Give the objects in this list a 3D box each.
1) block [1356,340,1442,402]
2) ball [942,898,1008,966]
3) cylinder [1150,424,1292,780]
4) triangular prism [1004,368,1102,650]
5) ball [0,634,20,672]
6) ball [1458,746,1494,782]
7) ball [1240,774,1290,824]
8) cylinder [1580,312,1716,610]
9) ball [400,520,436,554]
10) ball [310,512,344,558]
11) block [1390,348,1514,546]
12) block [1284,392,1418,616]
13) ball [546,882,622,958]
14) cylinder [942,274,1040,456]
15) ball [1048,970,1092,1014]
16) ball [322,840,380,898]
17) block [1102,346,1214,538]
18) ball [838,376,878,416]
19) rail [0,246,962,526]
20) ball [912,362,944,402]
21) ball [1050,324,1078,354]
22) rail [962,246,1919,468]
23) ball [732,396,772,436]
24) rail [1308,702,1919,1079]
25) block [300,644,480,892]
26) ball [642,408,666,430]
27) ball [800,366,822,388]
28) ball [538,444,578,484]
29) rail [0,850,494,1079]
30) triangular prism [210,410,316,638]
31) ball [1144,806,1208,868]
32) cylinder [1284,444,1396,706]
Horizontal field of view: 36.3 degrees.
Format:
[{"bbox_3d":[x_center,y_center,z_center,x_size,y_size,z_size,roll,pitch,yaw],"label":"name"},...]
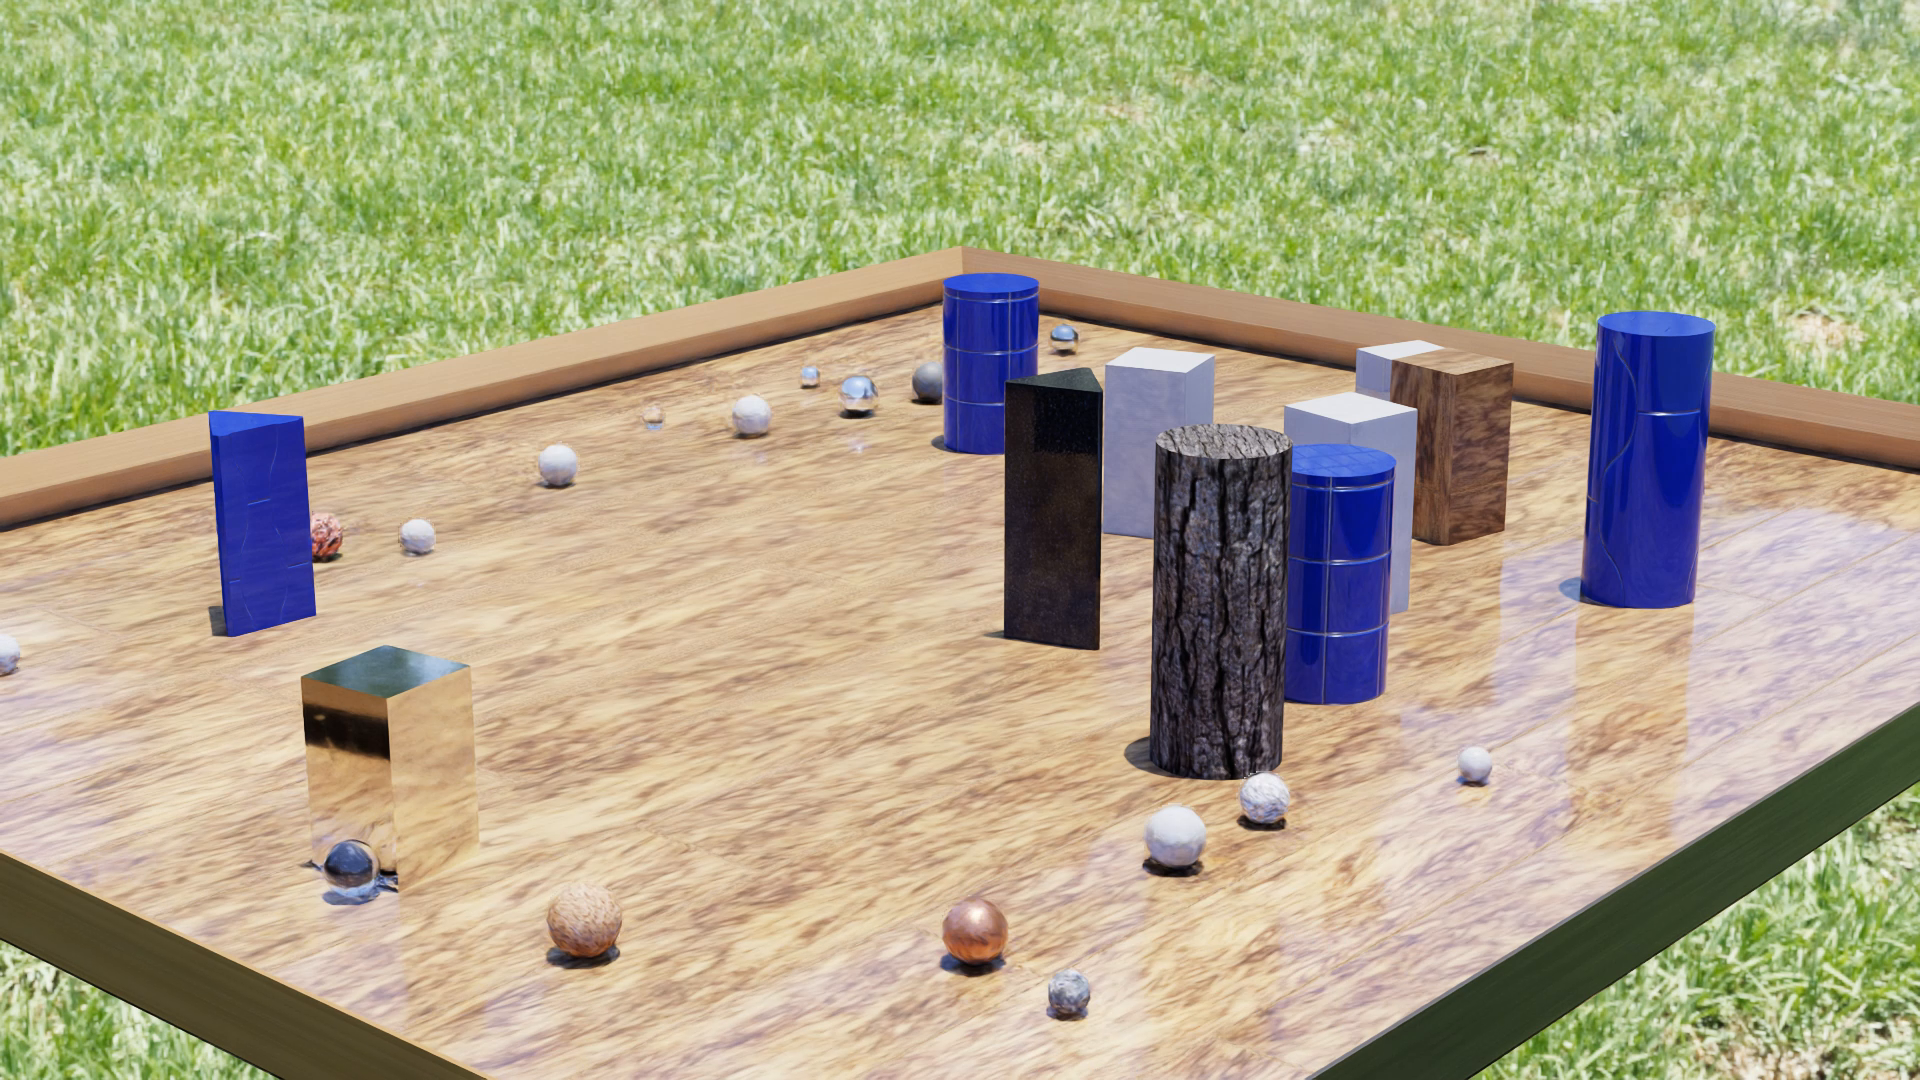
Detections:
[{"bbox_3d":[0.902,-0.256,5.872,0.158,0.248,0.158,-9,19,-28],"label":"block"},{"bbox_3d":[0.019,0.491,3.677,0.084,0.084,0.084,0,17,0],"label":"ball"},{"bbox_3d":[0.382,0.090,4.310,0.198,0.487,0.198,0,17,0],"label":"cylinder"},{"bbox_3d":[0.181,-0.058,4.883,0.171,0.440,0.148,8,18,24],"label":"triangular prism"},{"bbox_3d":[-1.550,0.183,4.736,0.063,0.063,0.063,0,17,0],"label":"ball"},{"bbox_3d":[0.752,0.327,4.278,0.051,0.051,0.051,0,17,0],"label":"ball"},{"bbox_3d":[0.428,0.364,4.121,0.072,0.072,0.072,0,17,0],"label":"ball"},{"bbox_3d":[1.190,-0.139,5.081,0.198,0.482,0.198,0,17,0],"label":"cylinder"},{"bbox_3d":[-0.993,-0.007,5.367,0.063,0.063,0.063,0,17,0],"label":"ball"},{"bbox_3d":[-1.165,-0.008,5.337,0.083,0.083,0.083,0,17,0],"label":"ball"},{"bbox_3d":[0.912,-0.176,5.475,0.158,0.325,0.158,-13,21,-37],"label":"block"},{"bbox_3d":[0.661,-0.054,5.012,0.158,0.357,0.158,-13,21,-36],"label":"block"},{"bbox_3d":[-0.474,0.480,3.698,0.094,0.094,0.094,0,17,0],"label":"ball"},{"bbox_3d":[0.064,-0.366,6.077,0.198,0.341,0.198,0,17,0],"label":"cylinder"},{"bbox_3d":[0.132,0.547,3.546,0.053,0.053,0.053,0,17,0],"label":"ball"},{"bbox_3d":[-0.805,0.435,3.879,0.076,0.076,0.076,0,17,0],"label":"ball"},{"bbox_3d":[0.372,-0.181,5.493,0.158,0.323,0.158,7,18,23],"label":"block"},{"bbox_3d":[-0.220,-0.313,6.341,0.087,0.087,0.087,0,17,0],"label":"ball"},{"bbox_3d":[-1.223,-0.274,6.137,0.045,0.129,3.795,14,22,39],"label":"rail"},{"bbox_3d":[-0.062,-0.349,6.459,0.088,0.088,0.088,0,17,0],"label":"ball"},{"bbox_3d":[0.245,-0.473,6.904,0.069,0.069,0.069,0,17,0],"label":"ball"},{"bbox_3d":[1.228,-0.376,6.475,3.288,0.129,0.045,14,22,39],"label":"rail"},{"bbox_3d":[-0.438,-0.262,6.175,0.085,0.085,0.085,0,17,0],"label":"ball"},{"bbox_3d":[1.223,0.339,4.103,0.045,0.129,3.795,14,22,39],"label":"rail"},{"bbox_3d":[-0.768,0.306,3.962,0.158,0.274,0.158,11,20,32],"label":"block"},{"bbox_3d":[-0.650,-0.258,6.228,0.047,0.047,0.047,0,17,0],"label":"ball"},{"bbox_3d":[-0.336,-0.367,6.586,0.049,0.049,0.049,0,17,0],"label":"ball"},{"bbox_3d":[-0.797,-0.150,5.811,0.080,0.080,0.080,0,17,0],"label":"ball"},{"bbox_3d":[-1.228,0.440,3.765,3.288,0.129,0.045,14,22,39],"label":"rail"},{"bbox_3d":[-1.216,-0.037,4.970,0.148,0.349,0.171,16,23,42],"label":"triangular prism"},{"bbox_3d":[0.292,0.403,3.970,0.085,0.085,0.085,0,17,0],"label":"ball"},{"bbox_3d":[0.582,0.053,4.632,0.198,0.372,0.198,0,17,0],"label":"cylinder"}]
